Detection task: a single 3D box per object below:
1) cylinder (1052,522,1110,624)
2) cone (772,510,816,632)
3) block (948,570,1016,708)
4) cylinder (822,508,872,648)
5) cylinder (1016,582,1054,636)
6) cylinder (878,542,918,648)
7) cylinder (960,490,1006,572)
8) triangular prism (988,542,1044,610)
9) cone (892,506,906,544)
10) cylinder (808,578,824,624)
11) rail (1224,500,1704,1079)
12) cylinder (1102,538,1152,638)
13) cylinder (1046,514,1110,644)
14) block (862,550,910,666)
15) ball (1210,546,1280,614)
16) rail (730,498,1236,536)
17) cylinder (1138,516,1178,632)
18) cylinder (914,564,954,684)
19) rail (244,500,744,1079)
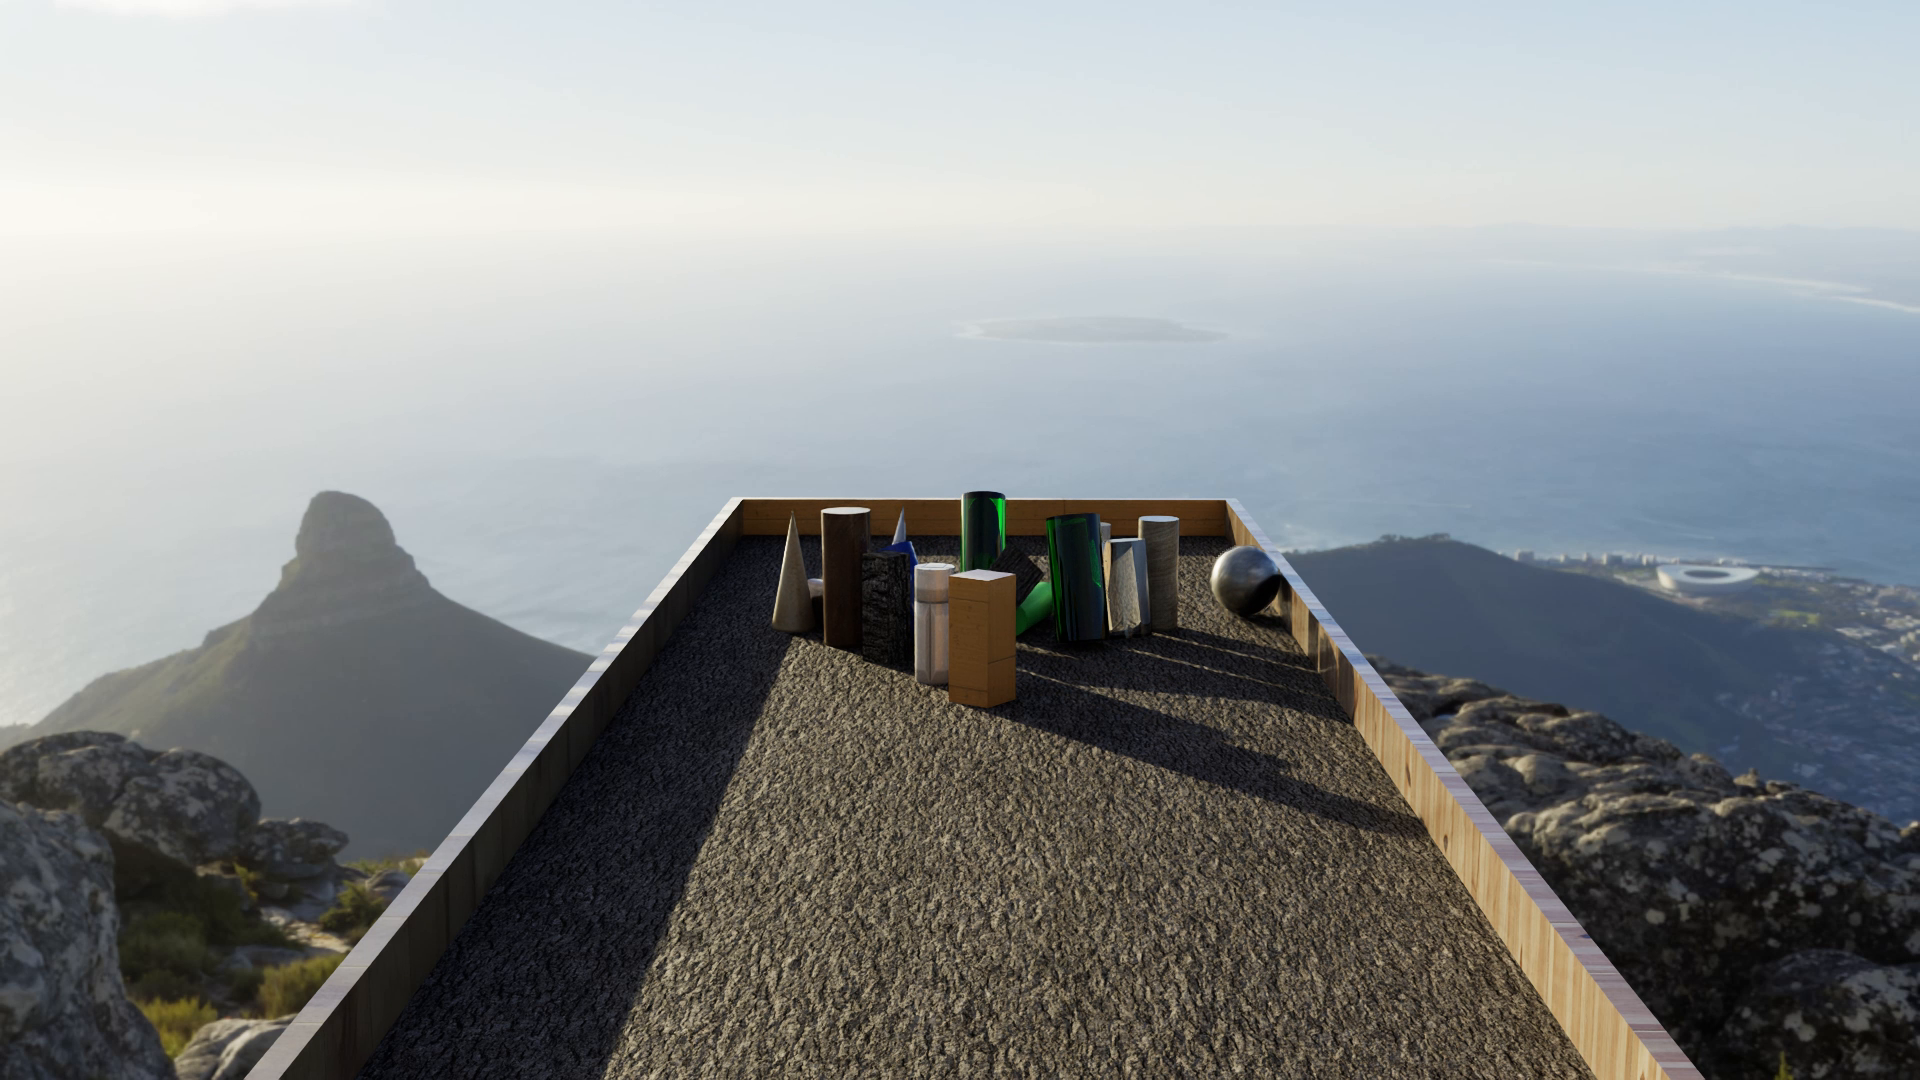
[{"bbox_3d":[0.400,0.110,7.217,0.176,0.333,0.176,2,6,0],"label":"cylinder"},{"bbox_3d":[-0.542,0.094,7.158,0.151,0.395,0.151,0,9,0],"label":"cone"},{"bbox_3d":[0.062,0.273,6.143,0.134,0.357,0.134,7,11,36],"label":"block"},{"bbox_3d":[-0.355,0.117,6.917,0.154,0.423,0.154,-1,9,0],"label":"cylinder"},{"bbox_3d":[0.222,0.225,7.219,0.114,0.114,0.391,3,9,18],"label":"cylinder"},{"bbox_3d":[-0.166,0.172,6.852,0.139,0.307,0.139,-19,-9,-3],"label":"cylinder"},{"bbox_3d":[0.076,0.054,7.277,0.148,0.409,0.148,0,-13,0],"label":"cylinder"},{"bbox_3d":[0.097,0.167,6.971,0.151,0.131,0.402,-5,28,34],"label":"triangular prism"},{"bbox_3d":[-0.206,0.063,7.333,0.130,0.384,0.130,4,-18,1],"label":"cone"},{"bbox_3d":[-0.353,0.222,7.161,0.139,0.139,0.429,-8,12,-40],"label":"cylinder"},{"bbox_3d":[1.046,0.843,3.208,0.050,0.150,12.000,0,9,1],"label":"rail"},{"bbox_3d":[0.519,0.153,7.006,0.165,0.306,0.165,-4,3,0],"label":"cylinder"},{"bbox_3d":[0.369,0.121,6.892,0.171,0.392,0.171,-4,-5,0],"label":"cylinder"},{"bbox_3d":[-0.223,0.204,6.672,0.103,0.328,0.103,8,12,40],"label":"block"},{"bbox_3d":[0.961,0.137,7.407,0.231,0.231,0.231,0,9,0],"label":"ball"},{"bbox_3d":[0.099,-0.098,9.147,2.100,0.150,0.050,0,9,1],"label":"rail"},{"bbox_3d":[0.646,0.108,7.174,0.131,0.361,0.131,0,9,0],"label":"cylinder"},{"bbox_3d":[-0.074,0.243,6.400,0.116,0.337,0.116,0,9,0],"label":"cylinder"},{"bbox_3d":[-1.004,0.839,3.234,0.050,0.150,12.000,0,9,1],"label":"rail"}]
